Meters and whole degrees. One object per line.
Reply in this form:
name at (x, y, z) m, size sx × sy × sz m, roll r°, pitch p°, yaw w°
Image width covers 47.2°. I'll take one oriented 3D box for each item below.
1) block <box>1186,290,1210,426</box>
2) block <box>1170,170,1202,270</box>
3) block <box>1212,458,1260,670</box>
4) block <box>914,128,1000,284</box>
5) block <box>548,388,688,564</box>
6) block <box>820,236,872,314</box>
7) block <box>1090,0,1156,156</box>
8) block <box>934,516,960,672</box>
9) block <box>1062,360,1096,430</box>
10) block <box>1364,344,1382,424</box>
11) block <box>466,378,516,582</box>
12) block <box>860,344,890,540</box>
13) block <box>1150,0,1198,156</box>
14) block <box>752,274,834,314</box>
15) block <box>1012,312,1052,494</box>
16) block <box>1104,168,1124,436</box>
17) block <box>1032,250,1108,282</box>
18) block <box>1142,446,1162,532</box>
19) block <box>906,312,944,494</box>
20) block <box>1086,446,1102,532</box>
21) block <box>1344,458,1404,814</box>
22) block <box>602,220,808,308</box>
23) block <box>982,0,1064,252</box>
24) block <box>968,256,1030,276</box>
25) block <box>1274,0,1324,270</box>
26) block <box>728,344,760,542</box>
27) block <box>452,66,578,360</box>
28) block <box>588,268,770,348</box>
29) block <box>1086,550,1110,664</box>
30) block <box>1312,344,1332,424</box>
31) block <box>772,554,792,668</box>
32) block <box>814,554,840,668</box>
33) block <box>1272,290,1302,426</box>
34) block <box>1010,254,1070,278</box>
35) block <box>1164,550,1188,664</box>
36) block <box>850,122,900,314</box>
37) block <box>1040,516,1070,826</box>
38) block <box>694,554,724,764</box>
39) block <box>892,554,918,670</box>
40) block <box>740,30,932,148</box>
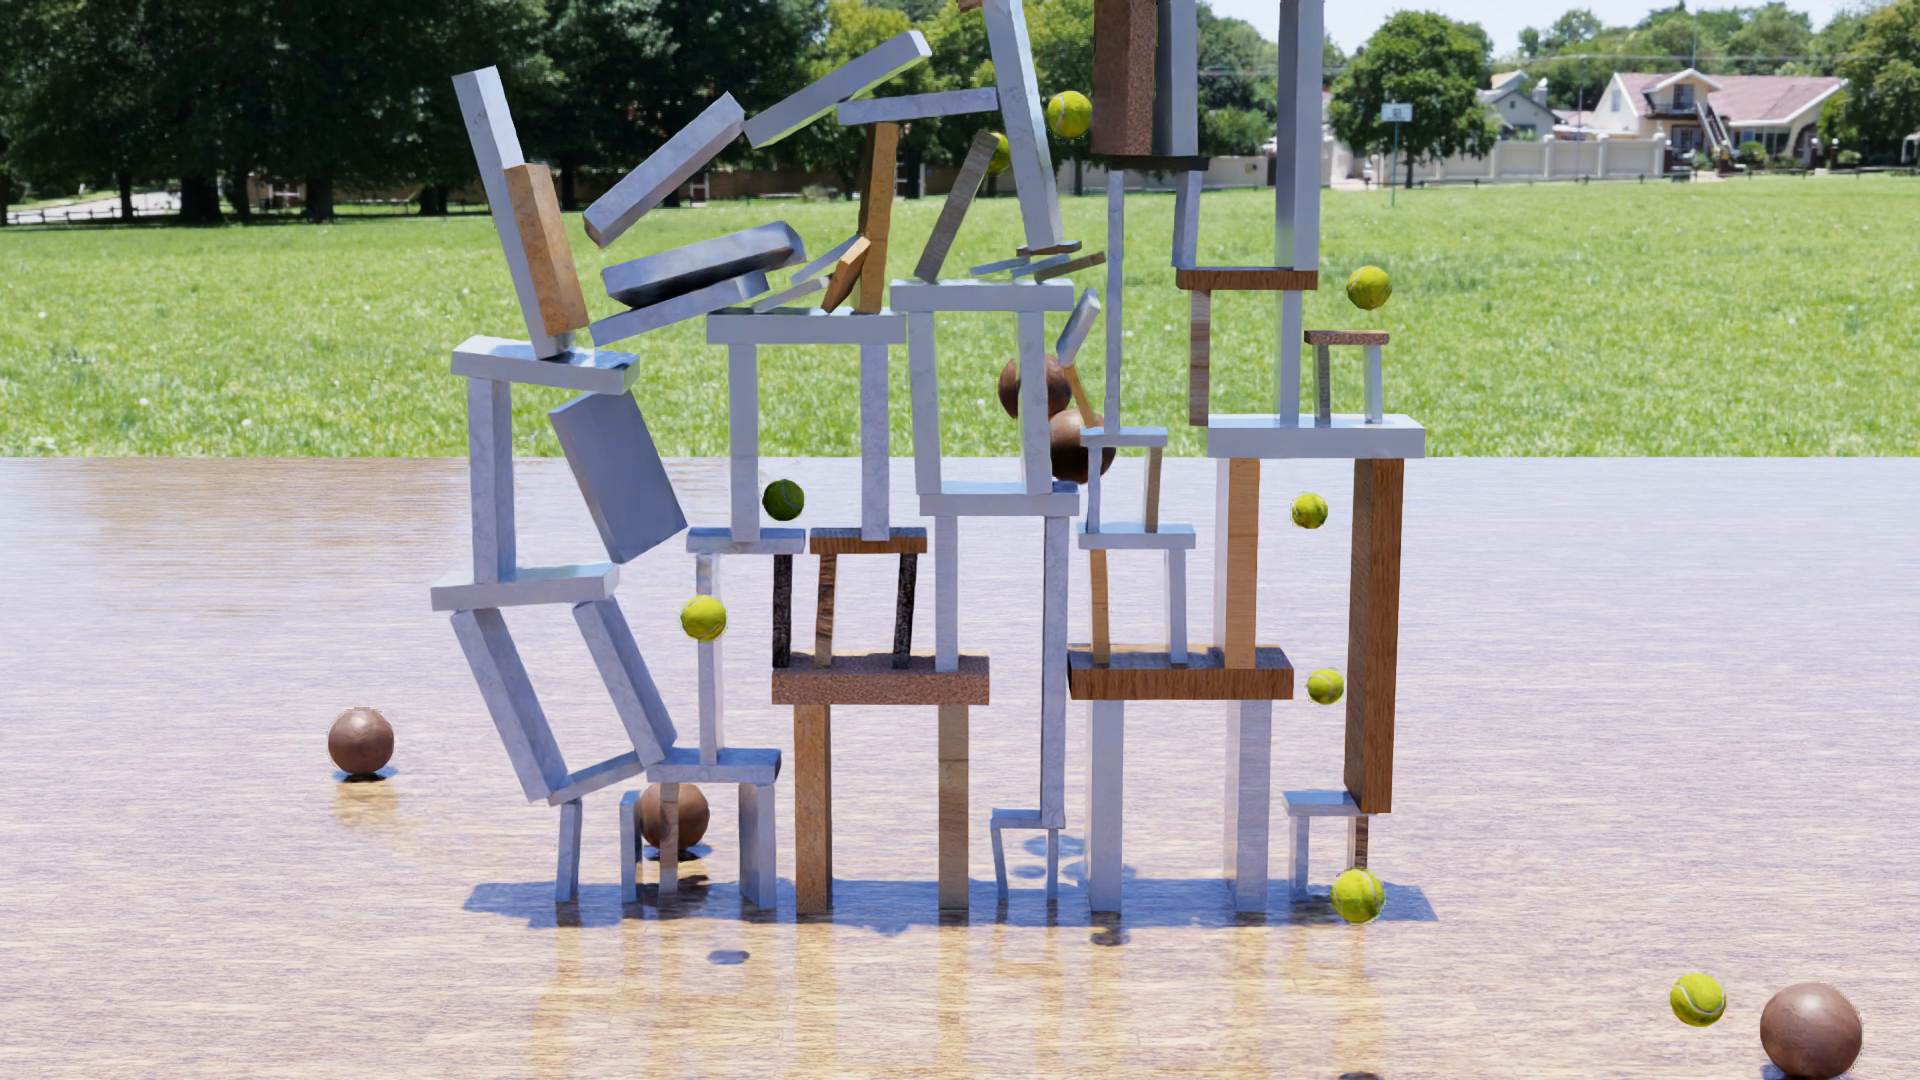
block at (0.378, -0.294, 3.495) m, size 0.030 × 0.213 × 0.107 m, roll 0°, pitch 11°, yaw 3°
block at (0.356, -0.504, 3.455) m, size 0.022 × 0.152 × 0.076 m, roll 2°, pitch 10°, yaw -8°
block at (0.447, 0.023, 3.566) m, size 0.048 × 0.340 × 0.170 m, roll 0°, pitch 11°, yaw 0°
block at (-0.004, -0.527, 3.470) m, size 0.035 × 0.247 × 0.123 m, roll 25°, pitch 11°, yaw -2°
block at (-0.558, -0.113, 3.597) m, size 0.136 × 0.273 × 0.039 m, roll -33°, pitch 21°, yaw -34°
block at (-0.177, -0.409, 3.404) m, size 0.018 × 0.124 × 0.062 m, roll 37°, pitch 54°, yaw 5°
block at (0.254, -0.752, 3.427) m, size 0.042 × 0.297 × 0.148 m, roll -2°, pitch 11°, yaw -18°
block at (-0.020, 0.076, 3.566) m, size 0.036 × 0.254 × 0.127 m, roll 0°, pitch 11°, yaw 1°
block at (0.189, -0.237, 3.494) m, size 0.016 × 0.115 × 0.058 m, roll -20°, pitch 15°, yaw 9°
block at (0.659, -0.252, 3.509) m, size 0.018 × 0.124 × 0.062 m, roll -3°, pitch 10°, yaw 1°
block at (-0.755, -0.104, 3.551) m, size 0.039 × 0.326 × 0.136 m, roll 0°, pitch 10°, yaw 1°
block at (-0.137, -0.166, 3.524) m, size 0.044 × 0.311 × 0.156 m, roll 0°, pitch 10°, yaw -3°
block at (0.331, -0.740, 3.416) m, size 0.040 × 0.279 × 0.140 m, roll -3°, pitch 11°, yaw -8°
block at (-0.258, -0.385, 3.433) m, size 0.124 × 0.018 × 0.062 m, roll -18°, pitch 7°, yaw 23°
block at (0.115, -0.226, 3.508) m, size 0.041 × 0.286 × 0.143 m, roll -4°, pitch 11°, yaw -1°
block at (0.244, -0.375, 3.466) m, size 0.022 × 0.412 × 0.076 m, roll 2°, pitch 13°, yaw 6°
block at (0.175, -0.432, 3.471) m, size 0.115 × 0.016 × 0.058 m, roll -16°, pitch 8°, yaw 10°
block at (0.308, -0.088, 3.533) m, size 0.020 × 0.139 × 0.069 m, roll 2°, pitch 12°, yaw -1°
block at (-0.054, -0.226, 3.508) m, size 0.041 × 0.286 × 0.143 m, roll -3°, pitch 10°, yaw 1°
block at (0.215, -0.088, 3.534) m, size 0.020 × 0.139 × 0.069 m, roll 1°, pitch 12°, yaw 2°
block at (0.673, 0.141, 3.586) m, size 0.048 × 0.580 × 0.170 m, roll 0°, pitch 11°, yaw 0°
block at (-0.404, -0.437, 3.497) m, size 0.298 × 0.042 × 0.149 m, roll -14°, pitch -4°, yaw 6°
block at (0.101, -0.655, 3.448) m, size 0.042 × 0.385 × 0.148 m, roll -9°, pitch 12°, yaw 11°
block at (0.061, -0.434, 3.492) m, size 0.095 × 0.014 × 0.048 m, roll -12°, pitch 8°, yaw -4°
block at (0.530, -0.654, 3.441) m, size 0.040 × 0.453 × 0.140 m, roll -1°, pitch 11°, yaw -4°
block at (-0.347, -0.165, 3.520) m, size 0.044 × 0.312 × 0.156 m, roll -1°, pitch 11°, yaw -7°
block at (-0.696, -0.514, 3.451) m, size 0.037 × 0.449 × 0.131 m, roll -13°, pitch 15°, yaw 6°
block at (-0.446, -0.370, 3.497) m, size 0.262 × 0.037 × 0.131 m, roll -15°, pitch 10°, yaw 18°
block at (0.225, 0.097, 3.576) m, size 0.027 × 0.187 × 0.094 m, roll -3°, pitch 12°, yaw 0°
block at (0.577, -0.252, 3.508) m, size 0.018 × 0.124 × 0.062 m, roll -3°, pitch 10°, yaw 1°
block at (-0.289, 0.106, 3.582) m, size 0.027 × 0.187 × 0.094 m, roll 1°, pitch 10°, yaw -2°
block at (-0.216, 0.106, 3.577) m, size 0.027 × 0.188 × 0.094 m, roll 4°, pitch 11°, yaw 0°
block at (0.520, -0.295, 3.497) m, size 0.030 × 0.213 × 0.107 m, roll 0°, pitch 11°, yaw 2°
block at (0.128, -0.436, 3.490) m, size 0.095 × 0.014 × 0.048 m, roll -17°, pitch 8°, yaw 4°
block at (0.351, 0.098, 3.580) m, size 0.027 × 0.187 × 0.094 m, roll -2°, pitch 11°, yaw 0°
block at (-0.135, -0.508, 3.464) m, size 0.035 × 0.293 × 0.123 m, roll 4°, pitch 10°, yaw -10°
block at (0.154, 0.202, 3.594) m, size 0.036 × 0.514 × 0.127 m, roll 1°, pitch 11°, yaw 0°
block at (-0.408, 0.185, 3.587) m, size 0.027 × 0.346 × 0.094 m, roll 0°, pitch 11°, yaw 2°
block at (-0.089, 0.107, 3.572) m, size 0.027 × 0.188 × 0.094 m, roll 4°, pitch 11°, yaw -1°
block at (-0.191, -0.705, 3.440) m, size 0.298 × 0.042 × 0.149 m, roll -27°, pitch 8°, yaw 11°
